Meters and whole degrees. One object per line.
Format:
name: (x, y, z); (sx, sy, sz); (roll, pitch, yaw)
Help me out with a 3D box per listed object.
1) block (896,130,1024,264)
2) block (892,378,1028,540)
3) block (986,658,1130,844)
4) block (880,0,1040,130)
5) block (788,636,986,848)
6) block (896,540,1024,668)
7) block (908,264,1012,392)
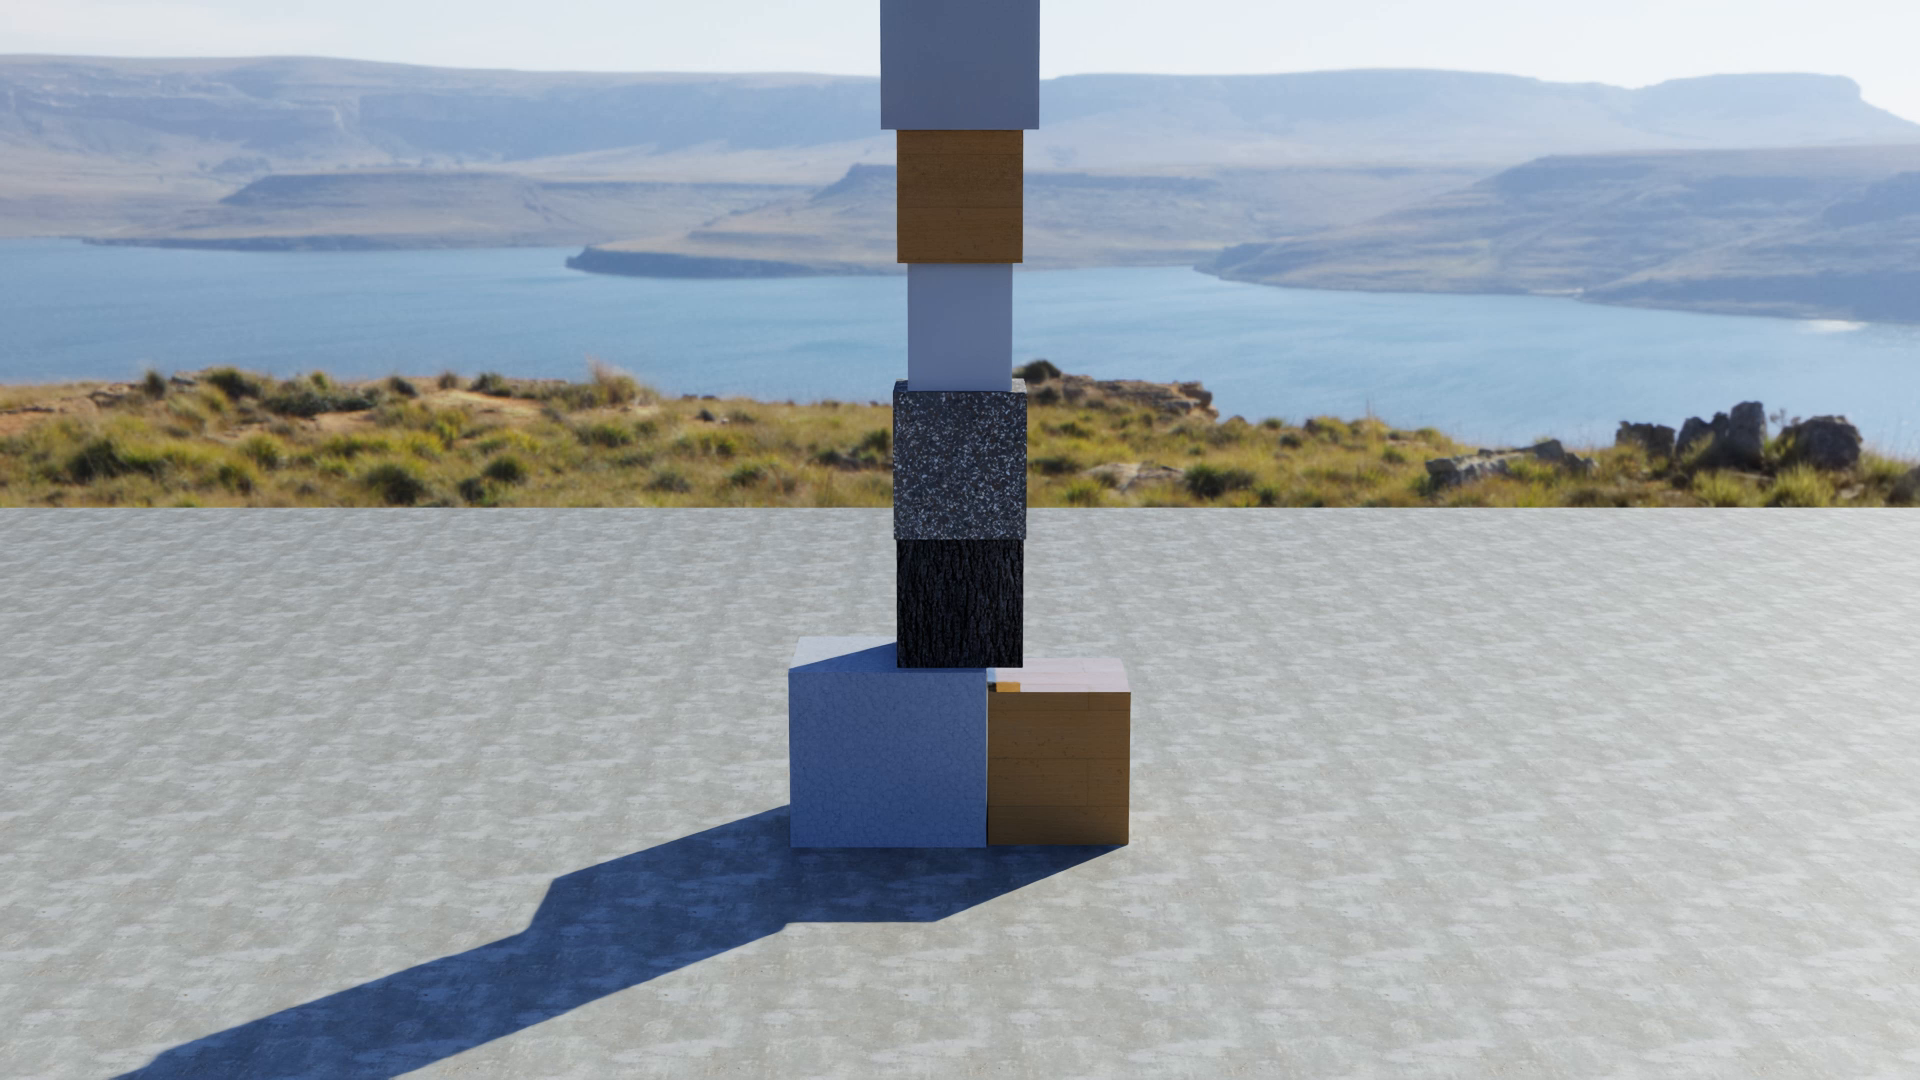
block: (0.000, -1.705, 10.876); (0.607, 0.634, 0.619); (0, 10, 0)
block: (0.000, -0.418, 11.122); (0.658, 0.732, 0.619); (0, 10, 0)
block: (0.497, 1.083, 11.390); (0.710, 0.794, 0.723); (0, 10, 0)
block: (0.000, -2.410, 10.723); (0.753, 0.808, 0.713); (0, 10, 0)
block: (-0.360, 1.029, 11.382); (0.984, 0.902, 0.810); (0, 10, 0)
block: (0.000, 0.264, 11.245); (0.631, 0.653, 0.602); (0, 10, 0)
block: (0.000, -1.087, 11.002); (0.512, 0.628, 0.523); (0, 10, 0)
